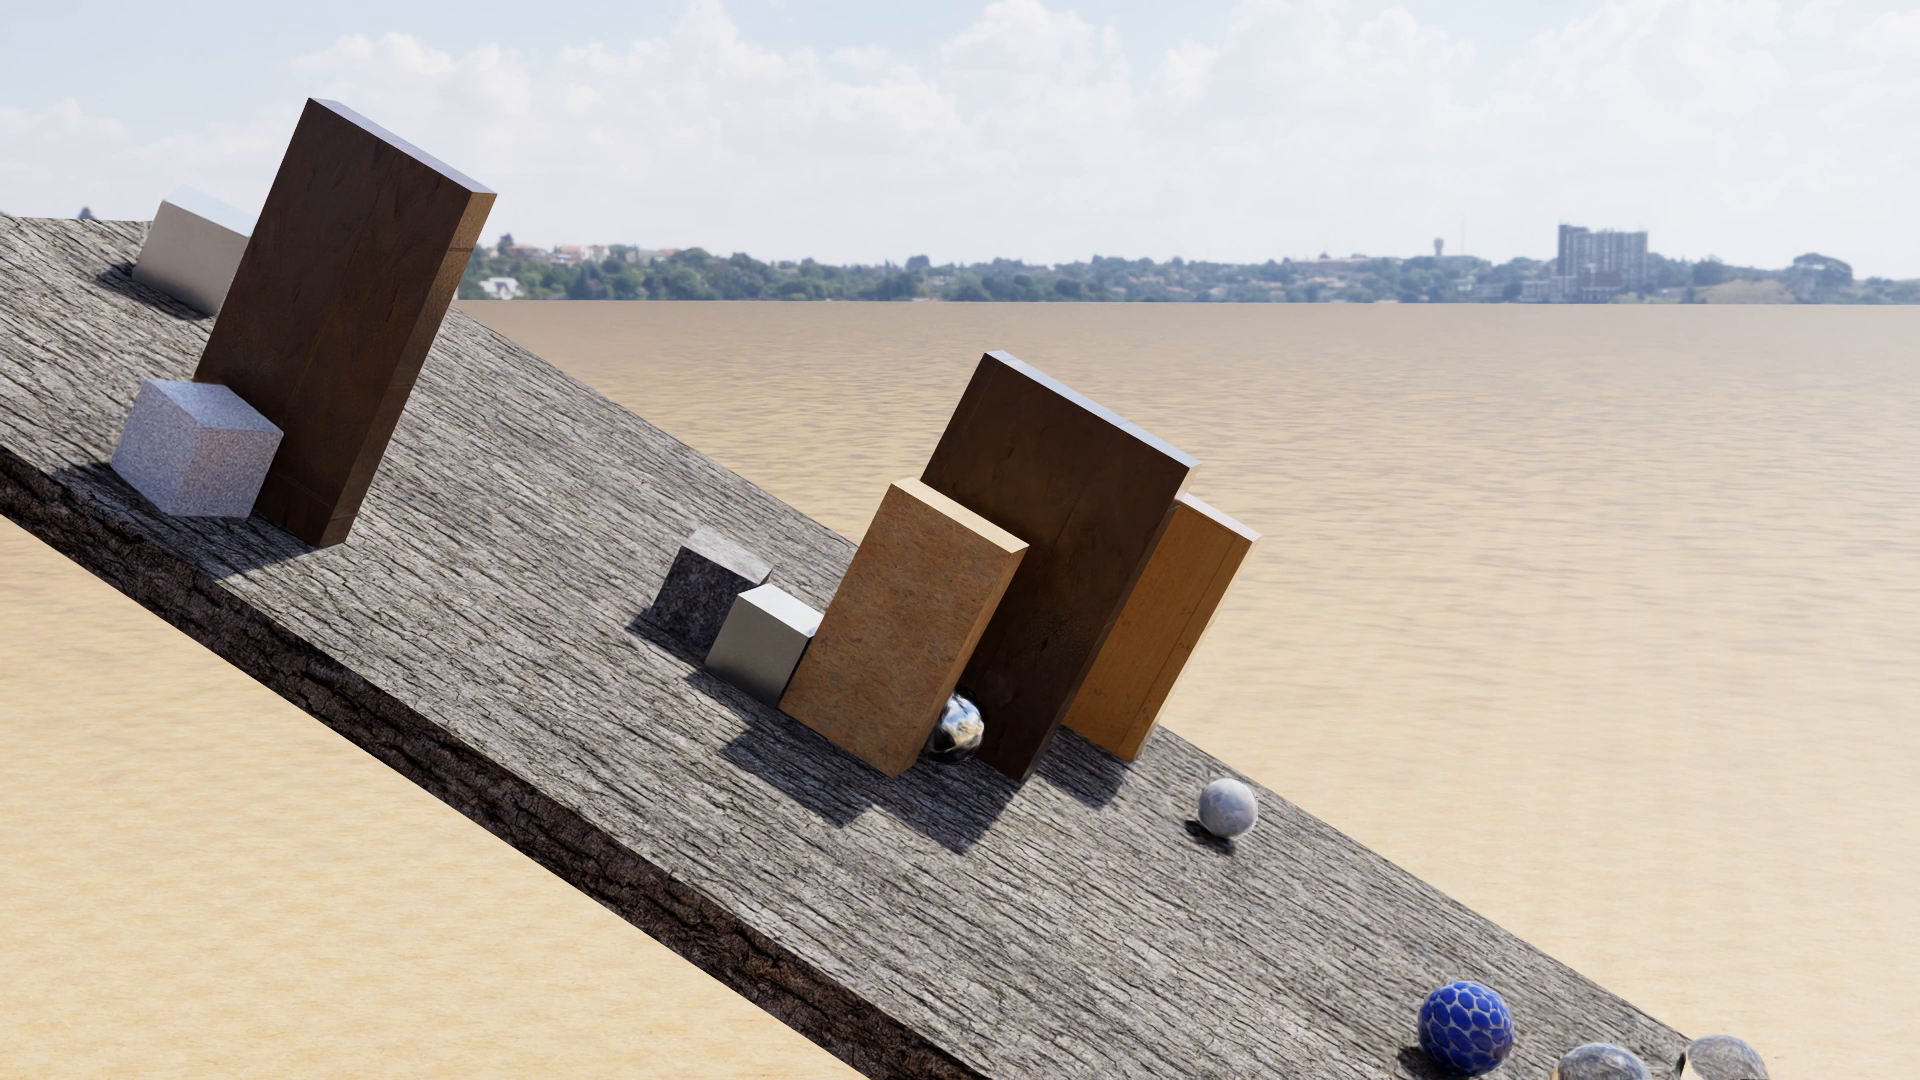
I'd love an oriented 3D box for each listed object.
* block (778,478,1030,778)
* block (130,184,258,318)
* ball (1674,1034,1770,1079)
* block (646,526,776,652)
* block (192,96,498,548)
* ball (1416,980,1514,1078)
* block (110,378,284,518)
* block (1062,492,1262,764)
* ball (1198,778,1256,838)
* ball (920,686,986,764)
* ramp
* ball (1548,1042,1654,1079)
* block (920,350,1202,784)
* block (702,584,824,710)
[{"bbox_3d":[-0.103,0.156,3.943,0.248,0.468,0.118,30,14,12],"label":"block"},{"bbox_3d":[-1.561,-0.595,4.515,0.182,0.182,0.182,24,14,-14],"label":"block"},{"bbox_3d":[1.481,1.051,4.276,0.177,0.177,0.177,0,7,0],"label":"ball"},{"bbox_3d":[-0.466,0.097,4.122,0.159,0.159,0.159,27,14,0],"label":"block"},{"bbox_3d":[-1.046,-0.356,3.634,0.332,0.656,0.081,30,14,12],"label":"block"},{"bbox_3d":[0.892,0.862,3.883,0.167,0.167,0.167,0,7,0],"label":"ball"},{"bbox_3d":[-1.236,-0.147,3.563,0.162,0.162,0.162,34,16,25],"label":"block"},{"bbox_3d":[0.366,0.155,4.655,0.308,0.543,0.118,30,14,12],"label":"block"},{"bbox_3d":[0.542,0.545,4.468,0.119,0.119,0.119,0,7,0],"label":"ball"},{"bbox_3d":[-0.025,0.342,4.089,0.146,0.146,0.146,0,7,0],"label":"ball"},{"bbox_3d":[-0.221,0.367,4.147,4.000,0.100,2.000,30,14,12],"label":"ramp"},{"bbox_3d":[1.127,0.978,3.861,0.187,0.187,0.187,0,7,0],"label":"ball"},{"bbox_3d":[0.097,0.050,4.222,0.445,0.694,0.119,30,14,12],"label":"block"},{"bbox_3d":[-0.345,0.193,4.014,0.153,0.153,0.153,30,14,11],"label":"block"}]
